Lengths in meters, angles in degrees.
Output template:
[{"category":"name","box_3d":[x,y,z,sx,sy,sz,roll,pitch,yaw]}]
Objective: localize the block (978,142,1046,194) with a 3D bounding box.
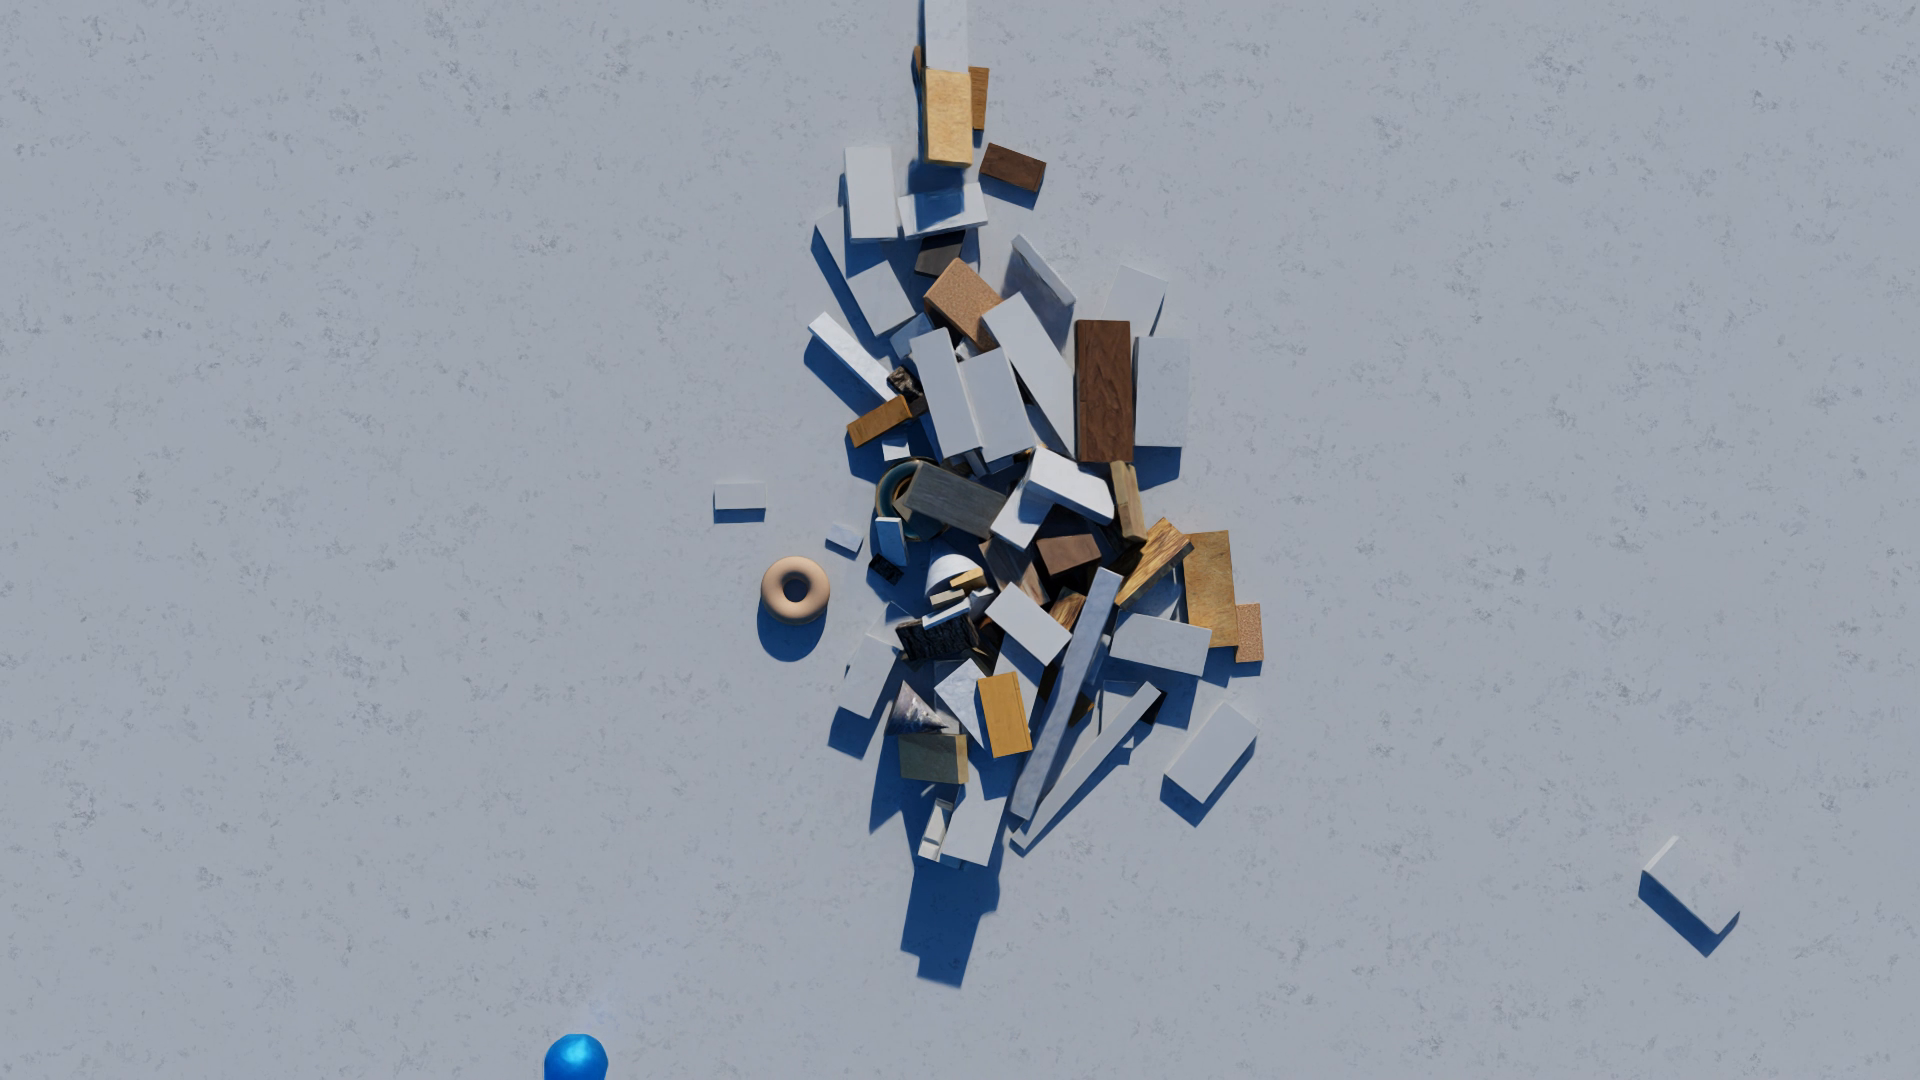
[{"category":"block","box_3d":[0.175,-1.238,5.486,0.203,0.029,0.102,20,90,0]}]

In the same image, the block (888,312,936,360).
[{"category":"block","box_3d":[-0.154,-0.674,5.443,0.163,0.023,0.081,-34,79,30]}]

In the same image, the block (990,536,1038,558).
[{"category":"block","box_3d":[0.227,-0.009,5.436,0.280,0.035,0.124,-32,91,-8]}]

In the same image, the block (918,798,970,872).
[{"category":"block","box_3d":[-0.028,0.967,5.416,0.169,0.169,0.169,20,90,0]}]

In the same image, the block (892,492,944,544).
[{"category":"block","box_3d":[-0.136,-0.081,5.396,0.084,0.024,0.167,-40,89,2]}]

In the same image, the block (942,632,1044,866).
[{"category":"block","box_3d":[0.118,0.664,5.321,0.152,0.043,0.753,16,87,-1]}]

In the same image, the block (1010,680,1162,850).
[{"category":"block","box_3d":[0.416,0.747,5.467,0.061,0.017,0.692,41,94,0]}]

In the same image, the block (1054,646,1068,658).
[{"category":"block","box_3d":[0.319,0.373,5.446,0.216,0.108,0.031,-1,90,0]}]

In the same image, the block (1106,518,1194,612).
[{"category":"block","box_3d":[0.606,0.079,5.429,0.311,0.155,0.044,-42,135,0]}]

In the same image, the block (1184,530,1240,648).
[{"category":"block","box_3d":[0.828,0.164,5.463,0.155,0.044,0.380,-6,90,11]}]

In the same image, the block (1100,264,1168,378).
[{"category":"block","box_3d":[0.529,-0.663,5.476,0.169,0.048,0.468,20,90,0]}]

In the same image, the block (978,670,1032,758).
[{"category":"block","box_3d":[0.142,0.554,5.244,0.126,0.036,0.253,-12,88,-2]}]

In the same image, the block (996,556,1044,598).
[{"category":"block","box_3d":[0.236,0.142,5.446,0.247,0.035,0.124,-38,132,0]}]

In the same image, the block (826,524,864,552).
[{"category":"block","box_3d":[-0.384,-0.007,5.492,0.113,0.016,0.056,25,90,0]}]

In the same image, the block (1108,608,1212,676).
[{"category":"block","box_3d":[0.659,0.337,5.428,0.311,0.044,0.155,12,93,1]}]

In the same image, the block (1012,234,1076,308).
[{"category":"block","box_3d":[0.275,-0.884,5.429,0.039,0.138,0.276,-41,90,6]}]

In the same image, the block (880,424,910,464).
[{"category":"block","box_3d":[-0.219,-0.340,5.458,0.084,0.024,0.168,-11,68,0]}]

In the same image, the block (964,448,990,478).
[{"category":"block","box_3d":[0.035,-0.347,5.429,0.039,0.138,0.276,-29,91,31]}]

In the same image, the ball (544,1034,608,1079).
[{"category":"ball","box_3d":[-1.258,1.721,5.398,0.205,0.205,0.205,0,90,0]}]

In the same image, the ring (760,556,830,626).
[{"category":"ring","box_3d":[-0.545,0.168,5.462,0.232,0.077,0.232,0,91,0]}]

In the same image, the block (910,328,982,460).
[{"category":"block","box_3d":[-0.046,-0.475,5.337,0.126,0.036,0.406,-18,84,15]}]

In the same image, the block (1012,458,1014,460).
[{"category":"block","box_3d":[0.110,-0.329,5.449,0.028,0.099,0.197,-29,90,22]}]

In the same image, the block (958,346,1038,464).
[{"category":"block","box_3d":[0.115,-0.435,5.334,0.169,0.048,0.338,-19,84,15]}]

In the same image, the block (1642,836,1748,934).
[{"category":"block","box_3d":[2.443,1.145,5.478,0.310,0.044,0.155,42,90,0]}]

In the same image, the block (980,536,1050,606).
[{"category":"block","box_3d":[0.177,0.108,5.365,0.132,0.037,0.264,-26,85,1]}]

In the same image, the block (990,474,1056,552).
[{"category":"block","box_3d":[0.219,-0.103,5.343,0.132,0.037,0.264,31,72,6]}]

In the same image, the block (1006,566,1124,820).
[{"category":"block","box_3d":[0.340,0.507,5.390,0.084,0.024,0.876,23,102,18]}]

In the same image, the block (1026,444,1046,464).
[{"category":"block","box_3d":[0.256,-0.260,5.436,0.070,0.140,0.020,-15,55,-1]}]

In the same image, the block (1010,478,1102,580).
[{"category":"block","box_3d":[0.311,-0.060,5.379,0.178,0.050,0.356,-20,68,-6]}]

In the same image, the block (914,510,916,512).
[{"category":"block","box_3d":[-0.071,-0.118,5.363,0.168,0.024,0.084,15,100,-16]}]

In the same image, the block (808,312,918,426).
[{"category":"block","box_3d":[-0.308,-0.566,5.471,0.472,0.023,0.081,44,63,0]}]

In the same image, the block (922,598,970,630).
[{"category":"block","box_3d":[-0.044,0.238,5.311,0.164,0.056,0.016,-24,121,11]}]

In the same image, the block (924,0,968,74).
[{"category":"block","box_3d":[-0.043,-1.565,5.448,0.138,0.039,0.626,-2,88,-3]}]

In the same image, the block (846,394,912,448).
[{"category":"block","box_3d":[-0.267,-0.390,5.440,0.221,0.024,0.084,-28,74,21]}]

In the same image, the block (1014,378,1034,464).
[{"category":"block","box_3d":[0.222,-0.403,5.465,0.138,0.039,0.276,-12,90,-13]}]

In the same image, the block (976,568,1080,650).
[{"category":"block","box_3d":[0.226,0.212,5.438,0.351,0.039,0.139,-38,133,0]}]

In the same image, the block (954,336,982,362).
[{"category":"block","box_3d":[0.041,-0.598,5.437,0.140,0.020,0.070,47,58,-36]}]

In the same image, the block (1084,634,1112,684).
[{"category":"block","box_3d":[0.456,0.392,5.458,0.024,0.084,0.167,21,90,0]}]

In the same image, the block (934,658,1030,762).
[{"category":"block","box_3d":[0.071,0.543,5.282,0.152,0.043,0.304,-40,89,-3]}]

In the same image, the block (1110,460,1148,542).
[{"category":"block","box_3d":[0.550,-0.125,5.376,0.036,0.126,0.252,-15,76,25]}]

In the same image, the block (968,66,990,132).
[{"category":"block","box_3d":[0.038,-1.469,5.485,0.102,0.029,0.203,5,90,0]}]

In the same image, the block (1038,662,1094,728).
[{"category":"block","box_3d":[0.333,0.510,5.485,0.216,0.031,0.108,45,90,0]}]

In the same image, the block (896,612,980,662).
[{"category":"block","box_3d":[-0.073,0.311,5.374,0.254,0.036,0.126,-14,114,26]}]

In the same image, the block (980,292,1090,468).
[{"category":"block","box_3d":[0.291,-0.518,5.405,0.154,0.044,0.598,-34,94,-13]}]

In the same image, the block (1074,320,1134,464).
[{"category":"block","box_3d":[0.469,-0.485,5.394,0.178,0.050,0.464,0,87,-13]}]

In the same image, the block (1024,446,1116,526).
[{"category":"block","box_3d":[0.361,-0.177,5.337,0.309,0.044,0.154,25,50,-14]}]

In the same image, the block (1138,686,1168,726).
[{"category":"block","box_3d":[0.637,0.550,5.491,0.061,0.017,0.122,25,90,0]}]

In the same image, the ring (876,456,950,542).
[{"category":"ring","box_3d":[-0.140,-0.136,5.454,0.285,0.095,0.285,0,89,1]}]
